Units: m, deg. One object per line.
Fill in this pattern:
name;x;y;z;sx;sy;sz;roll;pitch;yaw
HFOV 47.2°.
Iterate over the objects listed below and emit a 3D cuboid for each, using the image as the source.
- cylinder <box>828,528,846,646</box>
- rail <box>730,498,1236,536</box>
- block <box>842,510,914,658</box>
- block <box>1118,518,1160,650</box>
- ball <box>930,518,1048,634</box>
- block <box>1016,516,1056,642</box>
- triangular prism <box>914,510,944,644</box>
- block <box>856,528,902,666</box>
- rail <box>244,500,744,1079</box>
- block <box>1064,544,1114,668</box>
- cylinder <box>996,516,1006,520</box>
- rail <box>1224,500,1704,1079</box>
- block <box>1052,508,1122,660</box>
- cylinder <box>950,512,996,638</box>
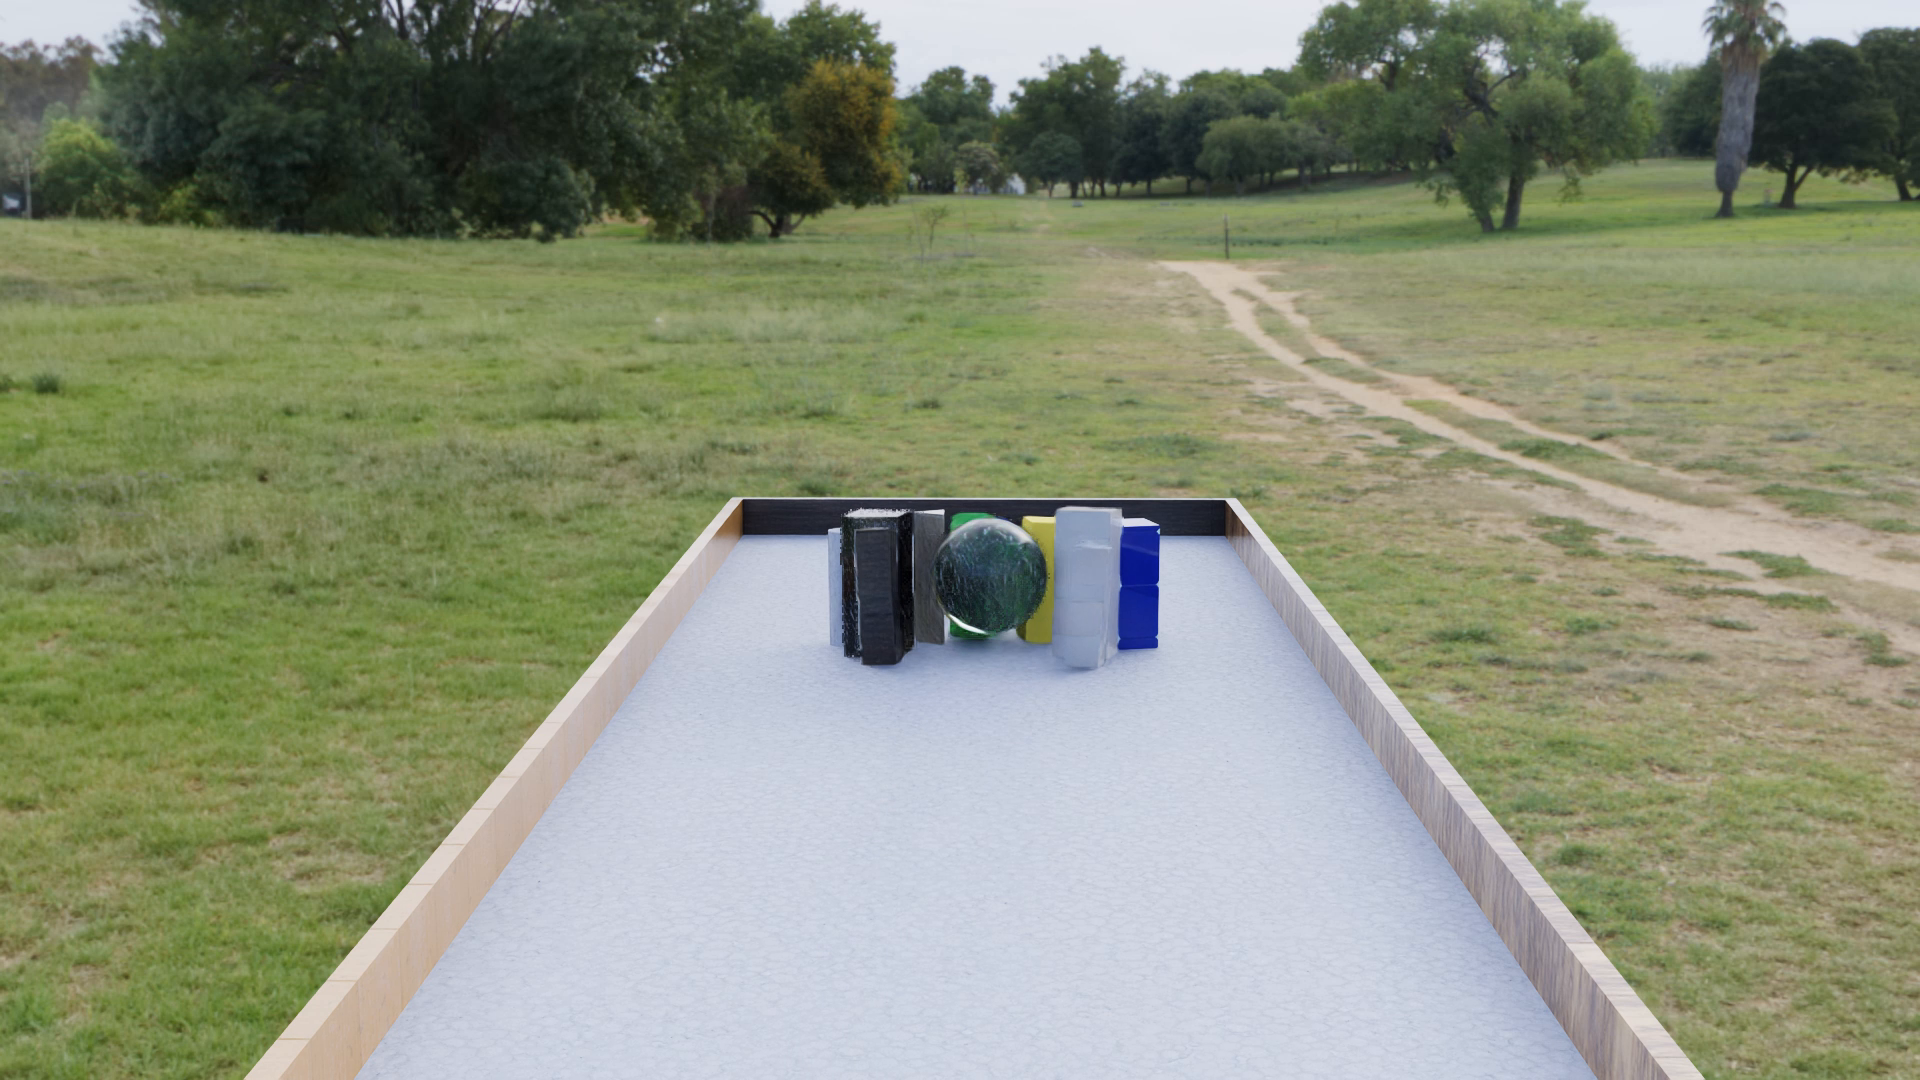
cylinder;-0.354;0.148;6.916;0.117;0.361;0.117;-1;8;0
rail;0.099;-0.098;9.147;2.100;0.150;0.050;0;9;1
block;-0.251;0.133;6.765;0.172;0.433;0.172;1;8;14
block;0.525;0.137;6.907;0.157;0.388;0.157;-2;9;-14
ball;0.088;0.110;6.741;0.358;0.358;0.358;0;9;0
block;0.275;0.125;6.979;0.144;0.379;0.144;2;8;-11
triangular prism;-0.075;0.115;6.959;0.105;0.415;0.091;5;10;30
block;-0.243;0.170;6.604;0.100;0.403;0.100;-3;2;11
rail;-1.004;0.839;3.234;0.050;0.150;12.000;0;9;1
block;0.386;0.197;6.582;0.103;0.357;0.103;6;5;13
cylinder;0.087;0.107;7.140;0.145;0.345;0.145;0;-15;0
rail;1.046;0.843;3.208;0.050;0.150;12.000;0;9;1
block;0.388;0.130;6.720;0.169;0.447;0.169;2;4;15
cylinder;0.041;0.113;6.996;0.146;0.377;0.146;1;-15;0
